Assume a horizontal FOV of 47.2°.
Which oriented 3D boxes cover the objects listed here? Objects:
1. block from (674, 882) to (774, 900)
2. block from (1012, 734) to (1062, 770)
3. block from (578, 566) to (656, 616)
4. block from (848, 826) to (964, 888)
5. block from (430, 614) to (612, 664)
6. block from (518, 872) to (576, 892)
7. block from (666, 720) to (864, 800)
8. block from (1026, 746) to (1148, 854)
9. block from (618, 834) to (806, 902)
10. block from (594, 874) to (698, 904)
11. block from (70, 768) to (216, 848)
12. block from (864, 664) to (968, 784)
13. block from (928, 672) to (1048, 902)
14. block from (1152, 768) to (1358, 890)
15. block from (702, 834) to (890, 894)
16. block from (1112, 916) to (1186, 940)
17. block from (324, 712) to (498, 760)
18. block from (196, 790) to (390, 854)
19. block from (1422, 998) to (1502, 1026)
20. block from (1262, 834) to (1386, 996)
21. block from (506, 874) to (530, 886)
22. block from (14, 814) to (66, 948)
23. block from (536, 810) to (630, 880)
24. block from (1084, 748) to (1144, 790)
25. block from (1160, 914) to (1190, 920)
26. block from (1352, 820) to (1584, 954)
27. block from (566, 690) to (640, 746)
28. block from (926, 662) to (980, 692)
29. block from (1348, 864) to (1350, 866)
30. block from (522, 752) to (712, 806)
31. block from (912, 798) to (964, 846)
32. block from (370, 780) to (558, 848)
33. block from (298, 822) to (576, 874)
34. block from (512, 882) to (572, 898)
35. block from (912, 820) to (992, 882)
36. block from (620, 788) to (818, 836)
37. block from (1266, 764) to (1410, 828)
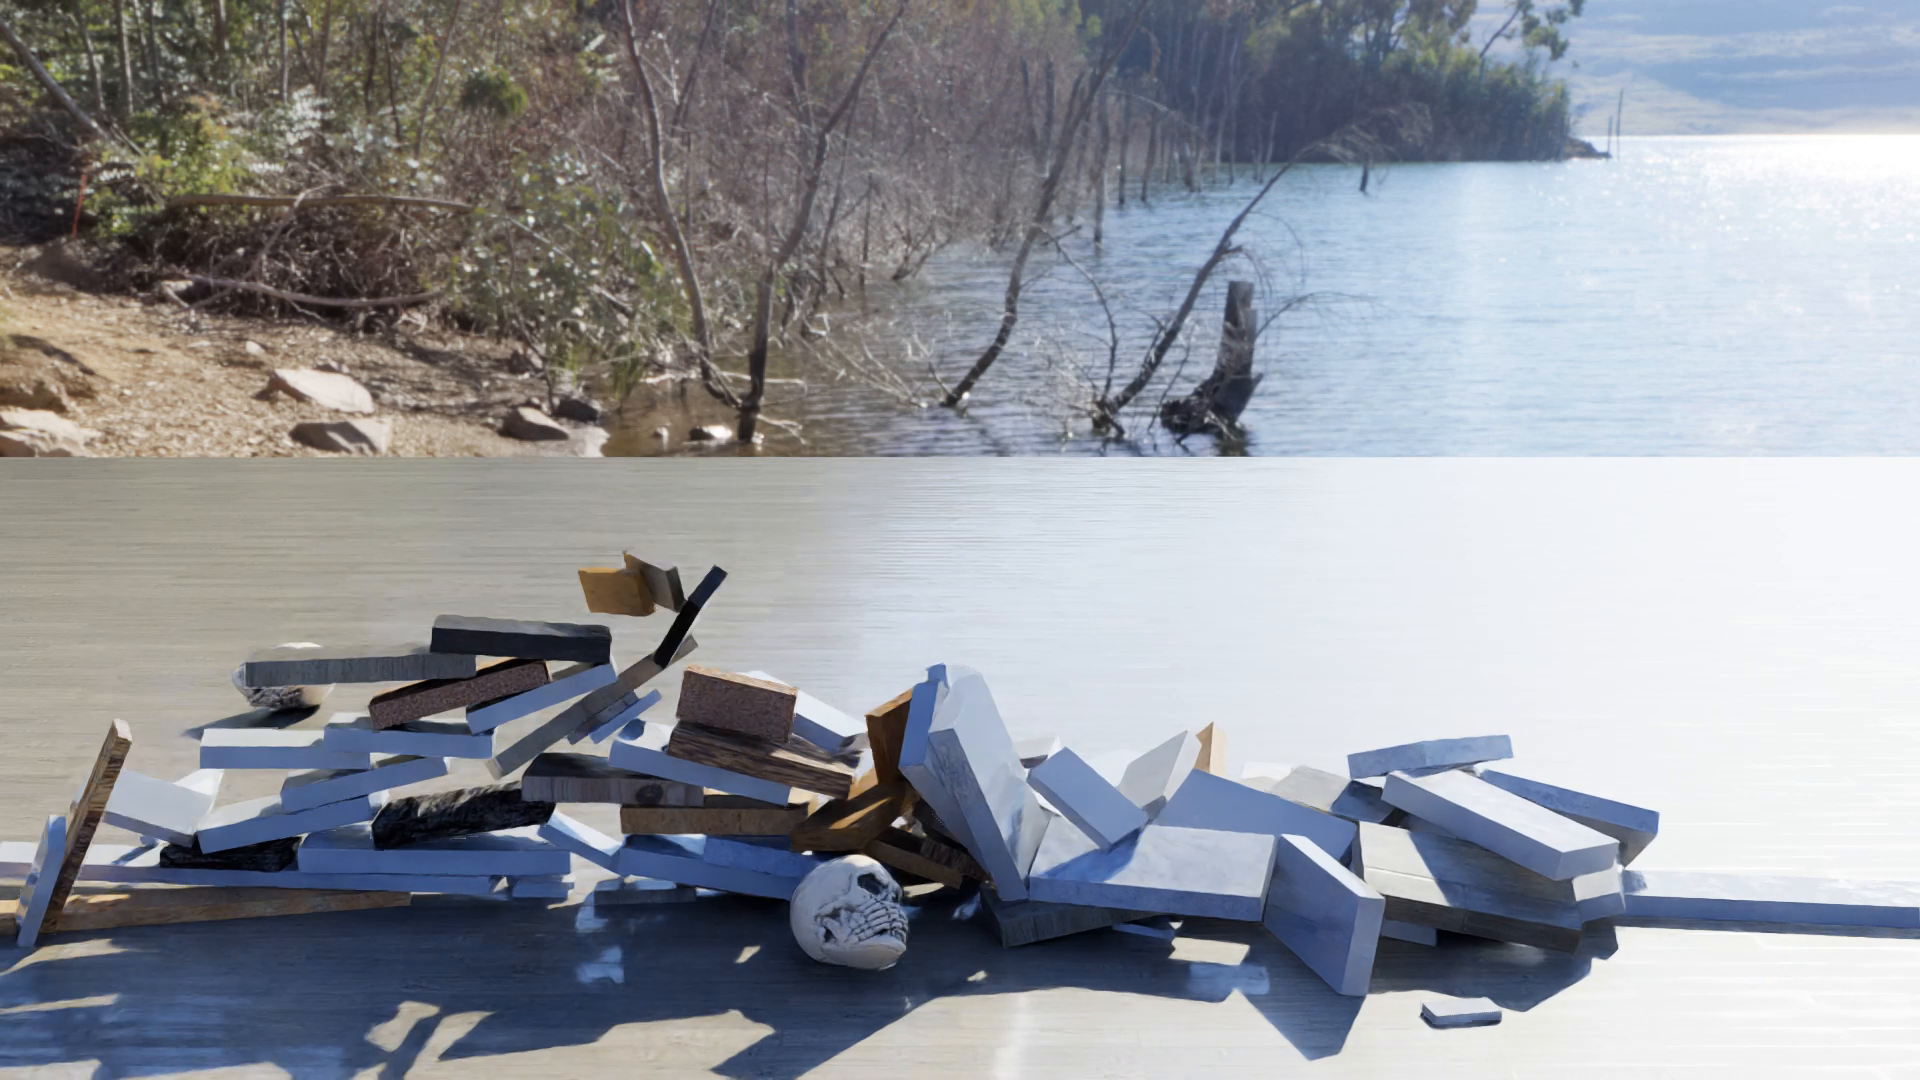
[{"bbox_3d":[-0.389,0.563,3.669,0.167,0.024,0.083,10,9,-6],"label":"block"},{"bbox_3d":[0.052,0.430,4.189,0.267,0.038,0.134,-12,9,13],"label":"block"},{"bbox_3d":[-0.581,0.087,3.716,0.152,0.076,0.022,2,23,43],"label":"block"},{"bbox_3d":[-0.108,0.507,3.637,0.227,0.032,0.113,21,8,-12],"label":"block"},{"bbox_3d":[-0.720,0.163,3.622,0.284,0.040,0.142,4,6,-10],"label":"block"},{"bbox_3d":[-0.688,0.571,3.665,0.092,0.013,0.046,-1,11,-8],"label":"block"},{"bbox_3d":[-0.313,0.345,3.556,0.296,0.042,0.148,14,10,2],"label":"block"},{"bbox_3d":[0.203,0.415,3.522,0.184,0.026,0.092,40,47,25],"label":"block"},{"bbox_3d":[-0.408,0.529,3.639,0.302,0.043,0.151,10,10,-6],"label":"block"},{"bbox_3d":[-0.521,0.579,3.661,0.167,0.024,0.083,-1,11,-4],"label":"block"},{"bbox_3d":[-1.354,0.439,3.648,0.202,0.029,0.101,18,33,-5],"label":"block"},{"bbox_3d":[-0.061,0.307,3.698,0.034,0.119,0.239,2,19,39],"label":"block"},{"bbox_3d":[0.052,0.391,3.480,0.046,0.323,0.162,-13,23,24],"label":"block"},{"bbox_3d":[0.487,0.489,3.633,0.310,0.044,0.155,17,45,30],"label":"block"},{"bbox_3d":[-0.268,0.513,3.634,0.302,0.043,0.151,10,10,-5],"label":"block"},{"bbox_3d":[0.300,0.613,3.502,0.104,0.015,0.052,5,12,26],"label":"block"},{"bbox_3d":[-0.903,0.323,3.628,0.266,0.038,0.133,4,6,-8],"label":"block"},{"bbox_3d":[-1.109,0.455,3.666,0.283,0.040,0.141,-11,10,-2],"label":"block"},{"bbox_3d":[0.721,0.677,3.160,0.101,0.014,0.050,-2,11,-11],"label":"block"},{"bbox_3d":[0.553,0.569,3.359,0.043,0.150,0.301,7,8,-16],"label":"block"},{"bbox_3d":[-0.717,0.560,3.702,0.092,0.046,0.013,-2,36,-11],"label":"block"},{"bbox_3d":[-1.429,0.531,3.418,0.026,0.186,0.093,15,23,-28],"label":"block"},{"bbox_3d":[-0.617,0.503,3.649,0.167,0.024,0.083,28,8,-7],"label":"block"},{"bbox_3d":[0.289,0.450,4.152,0.140,0.040,0.281,7,10,34],"label":"block"},{"bbox_3d":[0.368,0.580,3.604,0.078,0.022,0.157,29,26,34],"label":"block"},{"bbox_3d":[0.791,0.543,3.446,0.338,0.048,0.169,11,32,0],"label":"block"},{"bbox_3d":[-0.594,0.296,3.647,0.132,0.019,0.066,-35,1,-13],"label":"block"},{"bbox_3d":[0.010,0.335,3.650,0.035,0.250,0.125,-18,-17,25],"label":"block"},{"bbox_3d":[0.558,0.526,3.627,0.181,0.026,0.090,7,40,19],"label":"block"},{"bbox_3d":[-0.561,0.394,3.634,0.296,0.042,0.148,2,10,1],"label":"block"},{"bbox_3d":[0.030,0.477,3.703,0.113,0.032,0.227,26,7,34],"label":"block"},{"bbox_3d":[-0.818,0.450,3.649,0.283,0.040,0.141,-8,10,-1],"label":"block"},{"bbox_3d":[-0.863,0.513,3.662,0.438,0.040,0.141,1,11,-5],"label":"block"},{"bbox_3d":[-0.696,0.583,3.673,0.092,0.013,0.046,0,11,1],"label":"block"},{"bbox_3d":[0.032,0.531,3.643,0.227,0.032,0.113,24,7,-10],"label":"block"},{"bbox_3d":[-0.394,0.442,3.627,0.302,0.043,0.151,0,10,4],"label":"block"},{"bbox_3d":[0.638,0.442,3.713,0.216,0.031,0.108,14,31,40],"label":"block"}]
